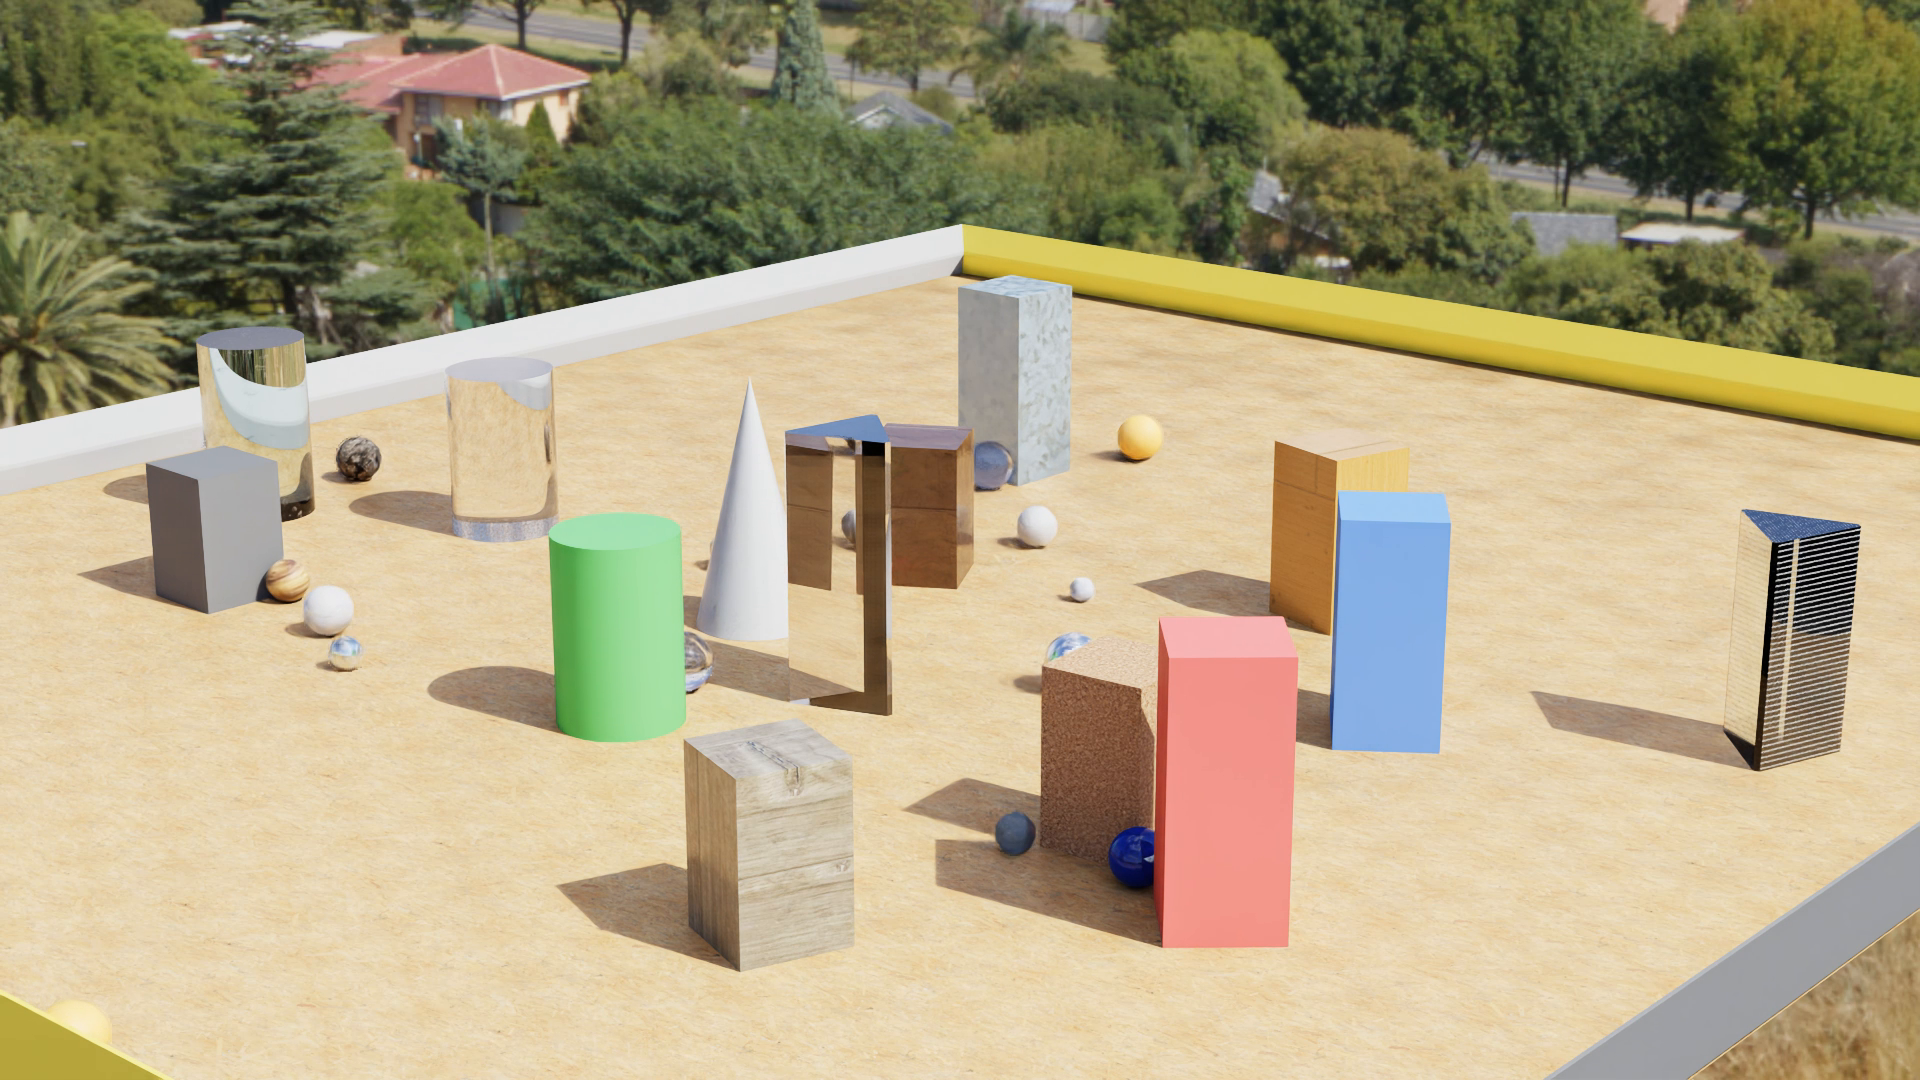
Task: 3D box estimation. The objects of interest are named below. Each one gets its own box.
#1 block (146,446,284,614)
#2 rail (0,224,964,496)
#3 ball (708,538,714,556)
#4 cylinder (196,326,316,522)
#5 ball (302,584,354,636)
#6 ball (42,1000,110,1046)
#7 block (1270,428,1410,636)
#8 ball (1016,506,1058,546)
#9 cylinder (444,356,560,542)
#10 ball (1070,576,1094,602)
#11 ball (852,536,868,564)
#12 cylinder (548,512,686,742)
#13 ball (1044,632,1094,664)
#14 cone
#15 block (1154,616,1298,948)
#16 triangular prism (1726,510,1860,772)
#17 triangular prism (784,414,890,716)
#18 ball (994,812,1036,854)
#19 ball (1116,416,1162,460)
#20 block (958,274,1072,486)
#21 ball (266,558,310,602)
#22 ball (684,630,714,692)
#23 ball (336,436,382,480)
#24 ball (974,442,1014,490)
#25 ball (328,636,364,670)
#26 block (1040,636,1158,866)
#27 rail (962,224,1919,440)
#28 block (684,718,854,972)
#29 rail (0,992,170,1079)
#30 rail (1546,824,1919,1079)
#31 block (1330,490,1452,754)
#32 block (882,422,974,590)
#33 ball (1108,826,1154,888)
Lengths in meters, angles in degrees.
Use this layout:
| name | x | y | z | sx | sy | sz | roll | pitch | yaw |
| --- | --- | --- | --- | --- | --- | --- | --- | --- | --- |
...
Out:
| name | x | y | z | sx | sy | sz | roll | pitch | yaw |
| --- | --- | --- | --- | --- | --- | --- | --- | --- | --- |
| block | -1.295 | -0.020 | 5.105 | 0.160 | 0.240 | 0.160 | 15 | 22 | 40 |
| rail | -1.369 | -0.310 | 6.257 | 0.045 | 0.130 | 4.247 | 14 | 22 | 39 |
| ball | -0.419 | 0.018 | 5.279 | 0.067 | 0.067 | 0.067 | 0 | 17 | 0 |
| cylinder | -1.343 | -0.220 | 5.598 | 0.200 | 0.339 | 0.200 | 0 | 17 | 0 |
| ball | -1.060 | 0.117 | 4.920 | 0.085 | 0.085 | 0.085 | 0 | 17 | 0 |
| ball | -1.029 | 0.575 | 3.397 | 0.086 | 0.086 | 0.086 | 0 | 17 | 0 |
| block | 0.643 | -0.016 | 4.983 | 0.160 | 0.304 | 0.160 | -11 | 20 | -32 |
| ball | 0.142 | -0.025 | 5.409 | 0.076 | 0.076 | 0.076 | 0 | 17 | 0 |
| cylinder | -0.856 | -0.171 | 5.493 | 0.200 | 0.306 | 0.200 | 0 | 17 | 0 |
| ball | 0.212 | 0.085 | 5.099 | 0.043 | 0.043 | 0.043 | 0 | 17 | 0 |
| ball | -0.170 | 0.018 | 5.303 | 0.054 | 0.054 | 0.054 | 0 | 17 | 0 |
| cylinder | -0.523 | 0.132 | 4.489 | 0.200 | 0.305 | 0.200 | 0 | 17 | 0 |
| ball | 0.180 | 0.194 | 4.646 | 0.096 | 0.096 | 0.096 | 0 | 17 | 0 |
| cone | -0.349 | -0.066 | 4.928 | 0.200 | 0.430 | 0.200 | 0 | 17 | 0 |
| block | 0.337 | 0.309 | 3.753 | 0.160 | 0.391 | 0.160 | 0 | 17 | -1 |
| triangular prism | 1.210 | 0.141 | 4.376 | 0.173 | 0.353 | 0.150 | -10 | 19 | -29 |
| triangular prism | -0.161 | 0.034 | 4.585 | 0.173 | 0.438 | 0.150 | 6 | 18 | 20 |
| ball | 0.076 | 0.402 | 4.023 | 0.057 | 0.057 | 0.057 | 0 | 17 | 0 |
| ball | 0.367 | -0.209 | 5.991 | 0.092 | 0.092 | 0.092 | 0 | 17 | 0 |
| block | 0.109 | -0.320 | 5.862 | 0.160 | 0.380 | 0.160 | 15 | 22 | 40 |
| ball | -1.169 | 0.070 | 5.095 | 0.075 | 0.075 | 0.075 | 0 | 17 | 0 |
| ball | -0.440 | 0.193 | 4.648 | 0.098 | 0.098 | 0.098 | 0 | 17 | 0 |
| ball | -1.198 | -0.162 | 5.843 | 0.088 | 0.088 | 0.088 | 0 | 17 | 0 |
| ball | 0.058 | -0.148 | 5.783 | 0.094 | 0.094 | 0.094 | 0 | 17 | 0 |
| ball | -0.995 | 0.183 | 4.752 | 0.056 | 0.056 | 0.056 | 0 | 17 | 0 |
| block | 0.222 | 0.292 | 4.029 | 0.160 | 0.265 | 0.160 | 12 | 20 | 34 |
| rail | 1.376 | -0.425 | 6.638 | 3.672 | 0.130 | 0.045 | 14 | 22 | 39 |
| block | -0.243 | 0.385 | 3.730 | 0.160 | 0.258 | 0.160 | -9 | 19 | -27 |
| rail | -1.376 | 0.490 | 3.602 | 3.672 | 0.130 | 0.045 | 14 | 22 | 39 |
| rail | 1.369 | 0.375 | 3.982 | 0.045 | 0.130 | 4.247 | 14 | 22 | 39 |
| block | 0.647 | 0.123 | 4.424 | 0.160 | 0.360 | 0.160 | 2 | 17 | 5 |
| block | -0.069 | -0.062 | 5.219 | 0.160 | 0.255 | 0.160 | 3 | 17 | 11 |
| ball | 0.239 | 0.423 | 3.909 | 0.082 | 0.082 | 0.082 | 0 | 17 | 0 |
